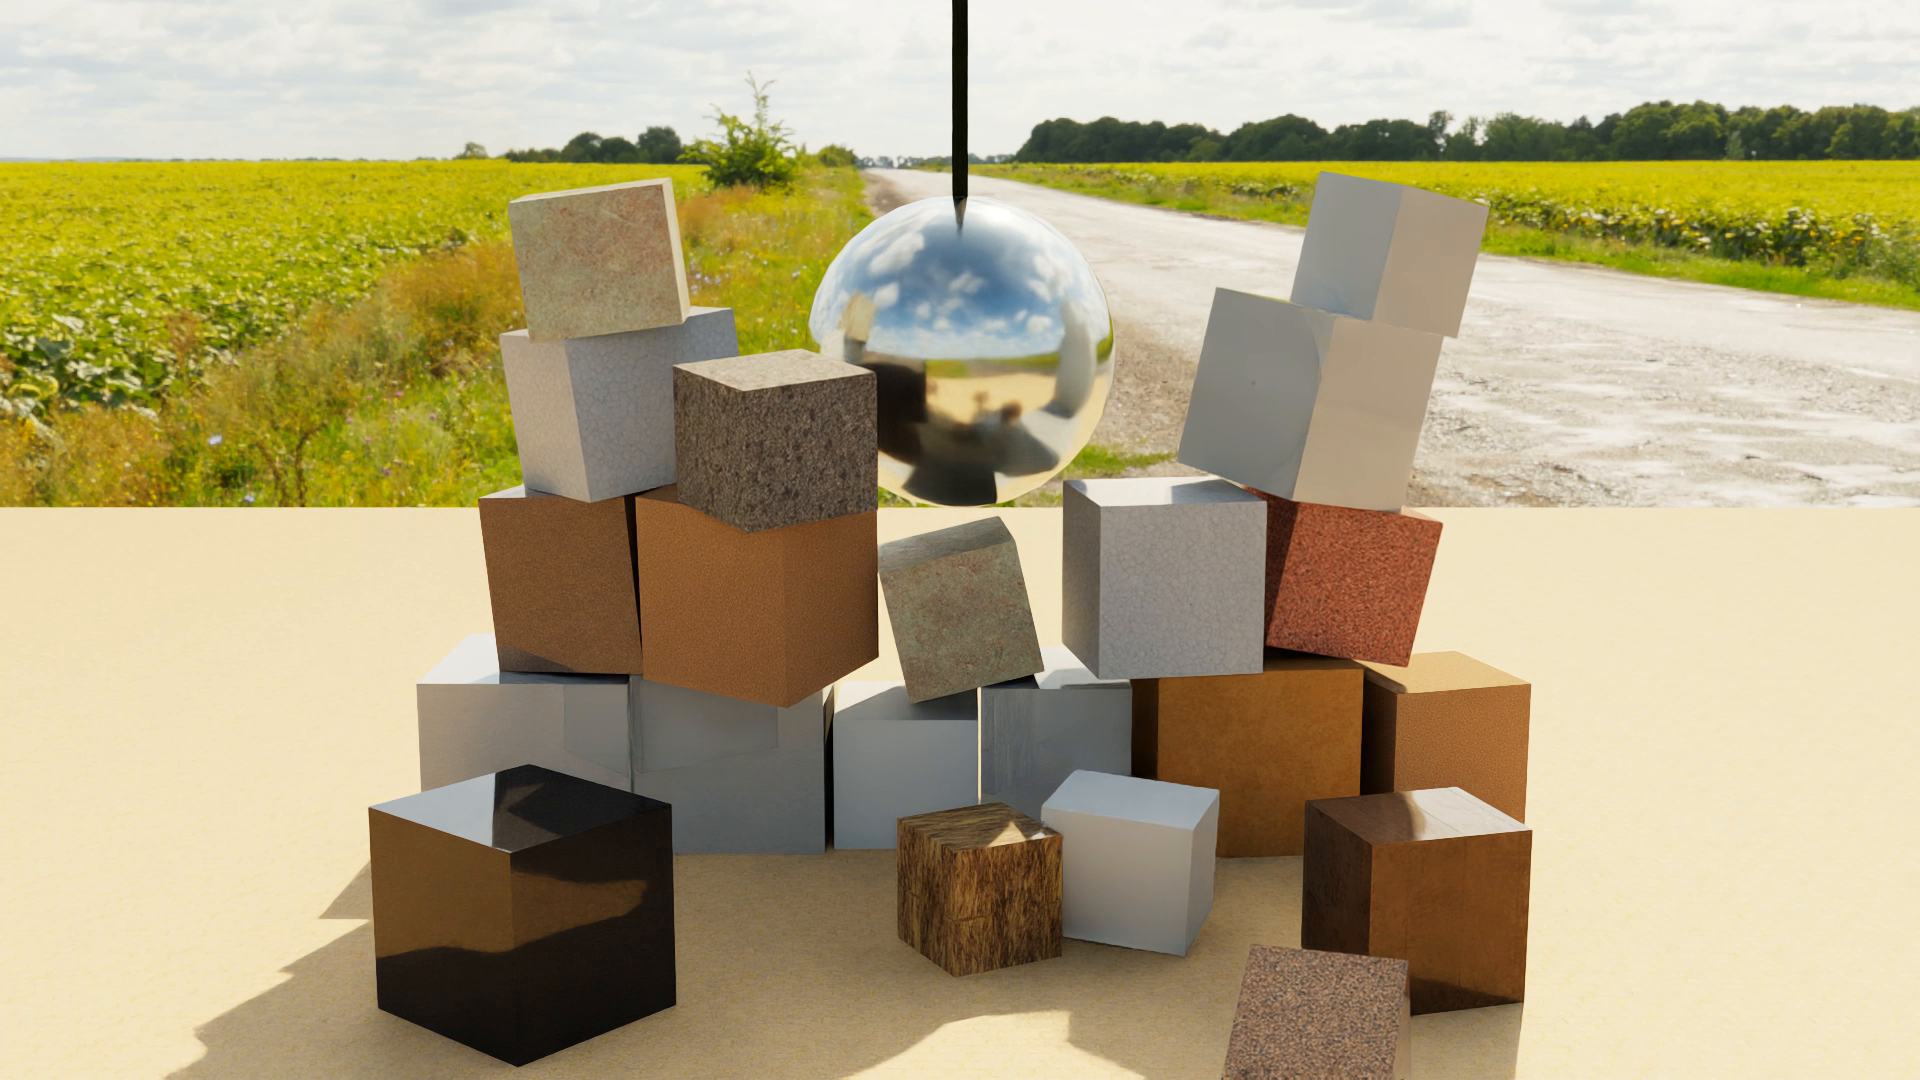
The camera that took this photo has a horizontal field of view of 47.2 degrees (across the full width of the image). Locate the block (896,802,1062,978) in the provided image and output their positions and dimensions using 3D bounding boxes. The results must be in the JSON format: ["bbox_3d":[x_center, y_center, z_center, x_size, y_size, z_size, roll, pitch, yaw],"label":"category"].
[{"bbox_3d":[0.081,1.522,9.650,0.524,0.553,0.549,-5,12,-28],"label":"block"}]

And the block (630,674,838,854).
[{"bbox_3d":[-1.138,1.022,11.315,0.954,0.941,0.881,0,10,2],"label":"block"}]

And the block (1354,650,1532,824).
[{"bbox_3d":[2.405,1.076,11.383,0.751,0.811,0.758,-3,11,-17],"label":"block"}]

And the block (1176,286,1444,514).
[{"bbox_3d":[1.737,-0.698,10.967,0.795,0.901,0.825,5,11,-39],"label":"block"}]

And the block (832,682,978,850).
[{"bbox_3d":[-0.269,1.151,11.371,0.723,0.667,0.803,0,10,0],"label":"block"}]

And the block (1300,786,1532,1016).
[{"bbox_3d":[1.897,1.507,9.205,0.717,0.742,0.627,-3,11,-16],"label":"block"}]

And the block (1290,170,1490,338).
[{"bbox_3d":[2.119,-1.408,10.866,0.659,0.661,0.545,5,12,-40],"label":"block"}]

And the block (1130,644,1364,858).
[{"bbox_3d":[1.428,1.019,11.312,1.017,0.947,0.987,-1,10,-5],"label":"block"}]

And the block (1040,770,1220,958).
[{"bbox_3d":[0.756,1.438,9.867,0.680,0.587,0.554,7,14,18],"label":"block"}]

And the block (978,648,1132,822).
[{"bbox_3d":[0.476,1.065,11.372,0.748,0.836,0.906,0,10,0],"label":"block"}]

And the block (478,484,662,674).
[{"bbox_3d":[-1.783,0.135,11.170,0.852,0.880,0.879,0,11,24],"label":"block"}]

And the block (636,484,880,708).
[{"bbox_3d":[-0.971,0.191,10.694,0.834,0.916,0.828,9,19,28],"label":"block"}]

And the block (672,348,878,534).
[{"bbox_3d":[-0.854,-0.473,10.172,0.690,0.650,0.674,-11,20,-33],"label":"block"}]

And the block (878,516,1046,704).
[{"bbox_3d":[-0.020,0.341,11.230,0.688,0.679,0.814,-14,10,-2],"label":"block"}]

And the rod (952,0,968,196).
[{"bbox_3d":[0.000,-4.276,10.519,0.080,5.200,0.080,0,13,0],"label":"rod"}]

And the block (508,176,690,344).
[{"bbox_3d":[-1.712,-1.350,10.527,0.717,0.654,0.681,-8,12,-2],"label":"block"}]

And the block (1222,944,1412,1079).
[{"bbox_3d":[1.202,1.808,7.345,0.529,0.595,0.615,3,39,17],"label":"block"}]

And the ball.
[{"bbox_3d":[0.000,-0.961,11.273,1.600,1.600,1.600,0,10,0],"label":"ball"}]

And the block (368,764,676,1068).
[{"bbox_3d":[-1.776,1.493,8.953,0.905,0.858,0.816,9,13,40],"label":"block"}]

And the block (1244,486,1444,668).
[{"bbox_3d":[1.871,0.145,11.237,0.789,0.755,0.706,10,9,-17],"label":"block"}]

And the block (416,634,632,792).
[{"bbox_3d":[-2.136,1.039,11.387,1.034,0.881,1.110,0,10,1],"label":"block"}]

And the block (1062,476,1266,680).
[{"bbox_3d":[0.999,0.172,10.955,0.819,0.848,0.816,-2,10,-10],"label":"block"}]

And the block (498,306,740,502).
[{"bbox_3d":[-1.650,-0.697,10.892,0.898,0.781,0.796,-15,15,-32],"label":"block"}]
